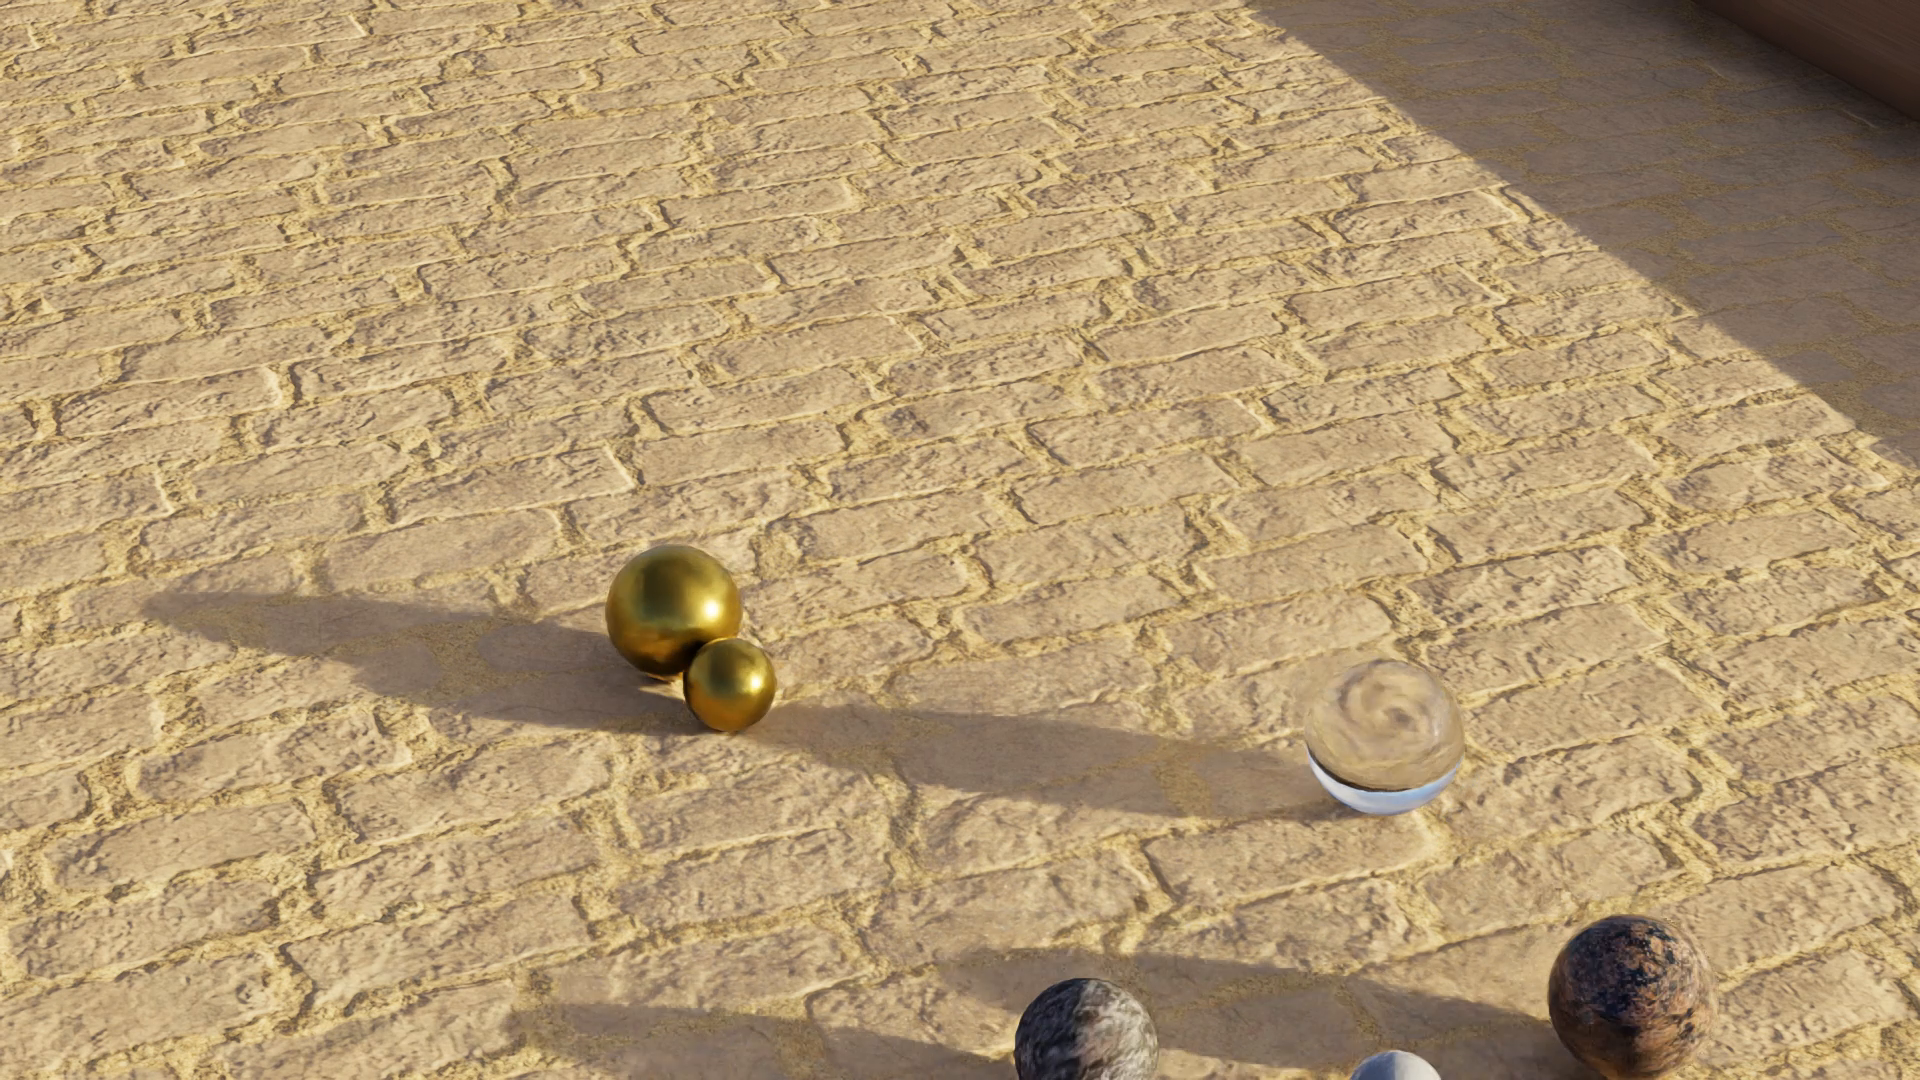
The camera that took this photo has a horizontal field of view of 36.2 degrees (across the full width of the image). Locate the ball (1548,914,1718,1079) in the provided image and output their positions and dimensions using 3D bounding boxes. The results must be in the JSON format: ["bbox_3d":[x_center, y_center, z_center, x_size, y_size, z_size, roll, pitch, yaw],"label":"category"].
[{"bbox_3d":[0.324,0.220,1.415,0.080,0.080,0.080,0,28,0],"label":"ball"}]

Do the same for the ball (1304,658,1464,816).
[{"bbox_3d":[0.233,0.108,1.616,0.087,0.087,0.087,0,28,0],"label":"ball"}]

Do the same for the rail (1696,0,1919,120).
[{"bbox_3d":[0.669,-0.617,2.934,0.045,0.113,3.791,-10,30,-18],"label":"rail"}]

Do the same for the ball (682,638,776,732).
[{"bbox_3d":[-0.133,0.083,1.697,0.054,0.054,0.054,0,28,0],"label":"ball"}]

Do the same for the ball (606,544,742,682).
[{"bbox_3d":[-0.170,0.043,1.744,0.081,0.081,0.081,0,28,0],"label":"ball"}]

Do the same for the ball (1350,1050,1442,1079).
[{"bbox_3d":[0.203,0.262,1.372,0.047,0.047,0.047,0,28,0],"label":"ball"}]

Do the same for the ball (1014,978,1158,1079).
[{"bbox_3d":[0.060,0.241,1.389,0.068,0.068,0.068,0,28,0],"label":"ball"}]
